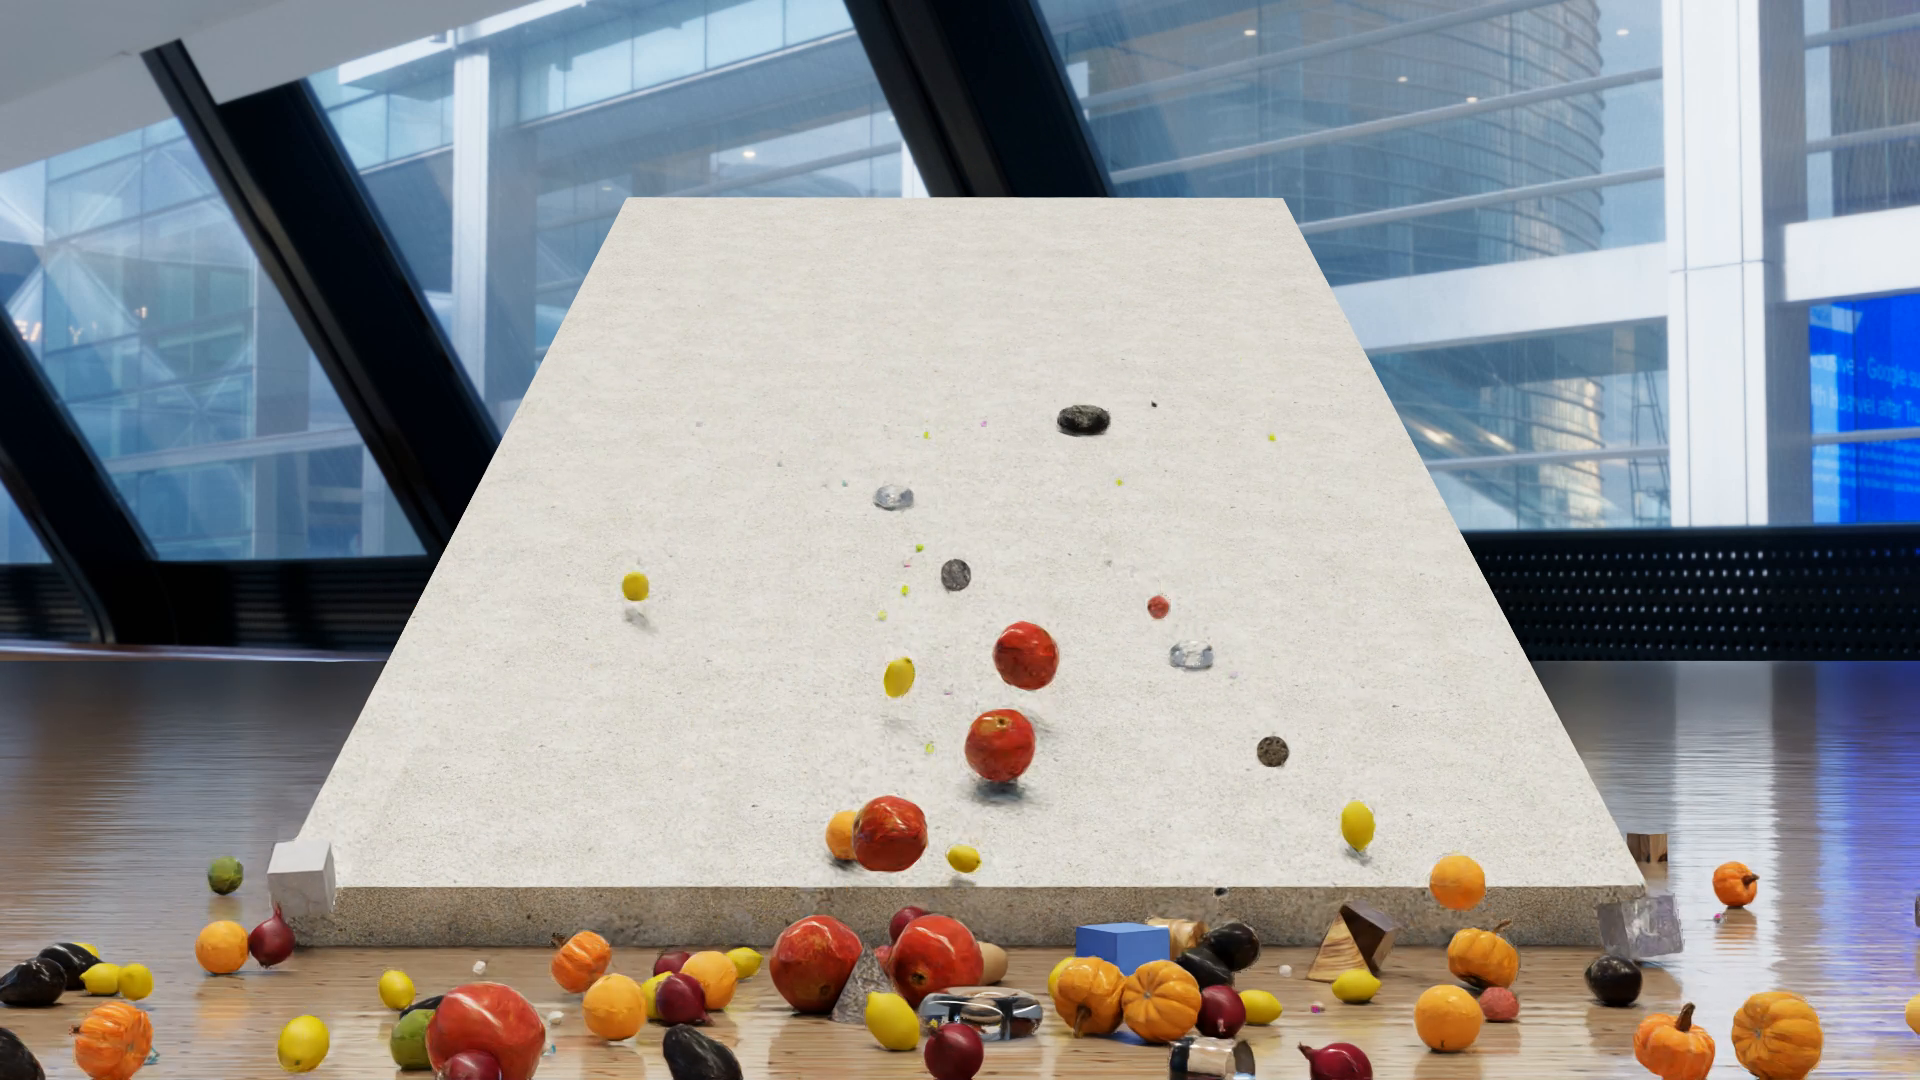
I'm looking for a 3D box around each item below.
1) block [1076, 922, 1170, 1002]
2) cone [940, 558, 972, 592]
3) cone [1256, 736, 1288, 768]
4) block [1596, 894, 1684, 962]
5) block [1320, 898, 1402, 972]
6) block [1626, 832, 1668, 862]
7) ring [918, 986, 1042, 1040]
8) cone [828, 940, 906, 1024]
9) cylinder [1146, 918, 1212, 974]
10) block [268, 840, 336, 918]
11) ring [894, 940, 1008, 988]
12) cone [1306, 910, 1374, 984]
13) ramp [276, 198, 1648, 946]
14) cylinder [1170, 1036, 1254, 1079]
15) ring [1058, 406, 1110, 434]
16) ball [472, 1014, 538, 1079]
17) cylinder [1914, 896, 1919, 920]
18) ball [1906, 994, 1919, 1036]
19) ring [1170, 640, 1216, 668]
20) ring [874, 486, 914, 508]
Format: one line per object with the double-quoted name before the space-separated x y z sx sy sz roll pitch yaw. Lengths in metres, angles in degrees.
"block" 0.205 0.529 2.901 0.084 0.084 0.084 2 -3 -34
"cone" -0.018 0.068 4.352 0.061 0.061 0.061 1 -5 -19
"cone" 0.505 0.341 3.712 0.051 0.051 0.051 -1 -5 12
"block" 0.937 0.536 3.183 0.078 0.078 0.078 -6 -12 -11
"block" 0.540 0.534 3.108 0.069 0.069 0.069 32 14 26
"block" 1.424 0.636 4.782 0.057 0.057 0.057 2 -4 -36
"ring" 0.024 0.534 2.605 0.141 0.047 0.141 1 -3 0
"cone" -0.109 0.516 2.711 0.092 0.092 0.092 0 -3 0
"cylinder" 0.292 0.546 3.101 0.070 0.070 0.070 -2 -3 32
"block" -0.940 0.484 3.298 0.077 0.077 0.077 -3 26 -5
"ring" -0.012 0.552 3.005 0.149 0.050 0.149 0 -4 0
"cone" 0.500 0.533 3.042 0.090 0.090 0.090 0 -3 0
"ramp" -0.007 -0.224 5.215 2.000 0.100 4.000 0 23 0
"cylinder" 0.241 0.507 2.207 0.060 0.060 0.060 -2 -4 36
"ring" 0.276 -0.269 5.145 0.116 0.039 0.116 1 22 0
"ball" -0.456 0.509 2.312 0.066 0.066 0.066 0 -3 0
"cylinder" 1.493 0.565 3.491 0.070 0.070 0.070 -16 -5 7
"ball" 1.081 0.529 2.571 0.051 0.051 0.051 0 -3 0
"ring" 0.407 0.200 4.042 0.080 0.027 0.080 -1 24 0
"ring" -0.134 -0.089 4.727 0.083 0.028 0.083 1 22 0
